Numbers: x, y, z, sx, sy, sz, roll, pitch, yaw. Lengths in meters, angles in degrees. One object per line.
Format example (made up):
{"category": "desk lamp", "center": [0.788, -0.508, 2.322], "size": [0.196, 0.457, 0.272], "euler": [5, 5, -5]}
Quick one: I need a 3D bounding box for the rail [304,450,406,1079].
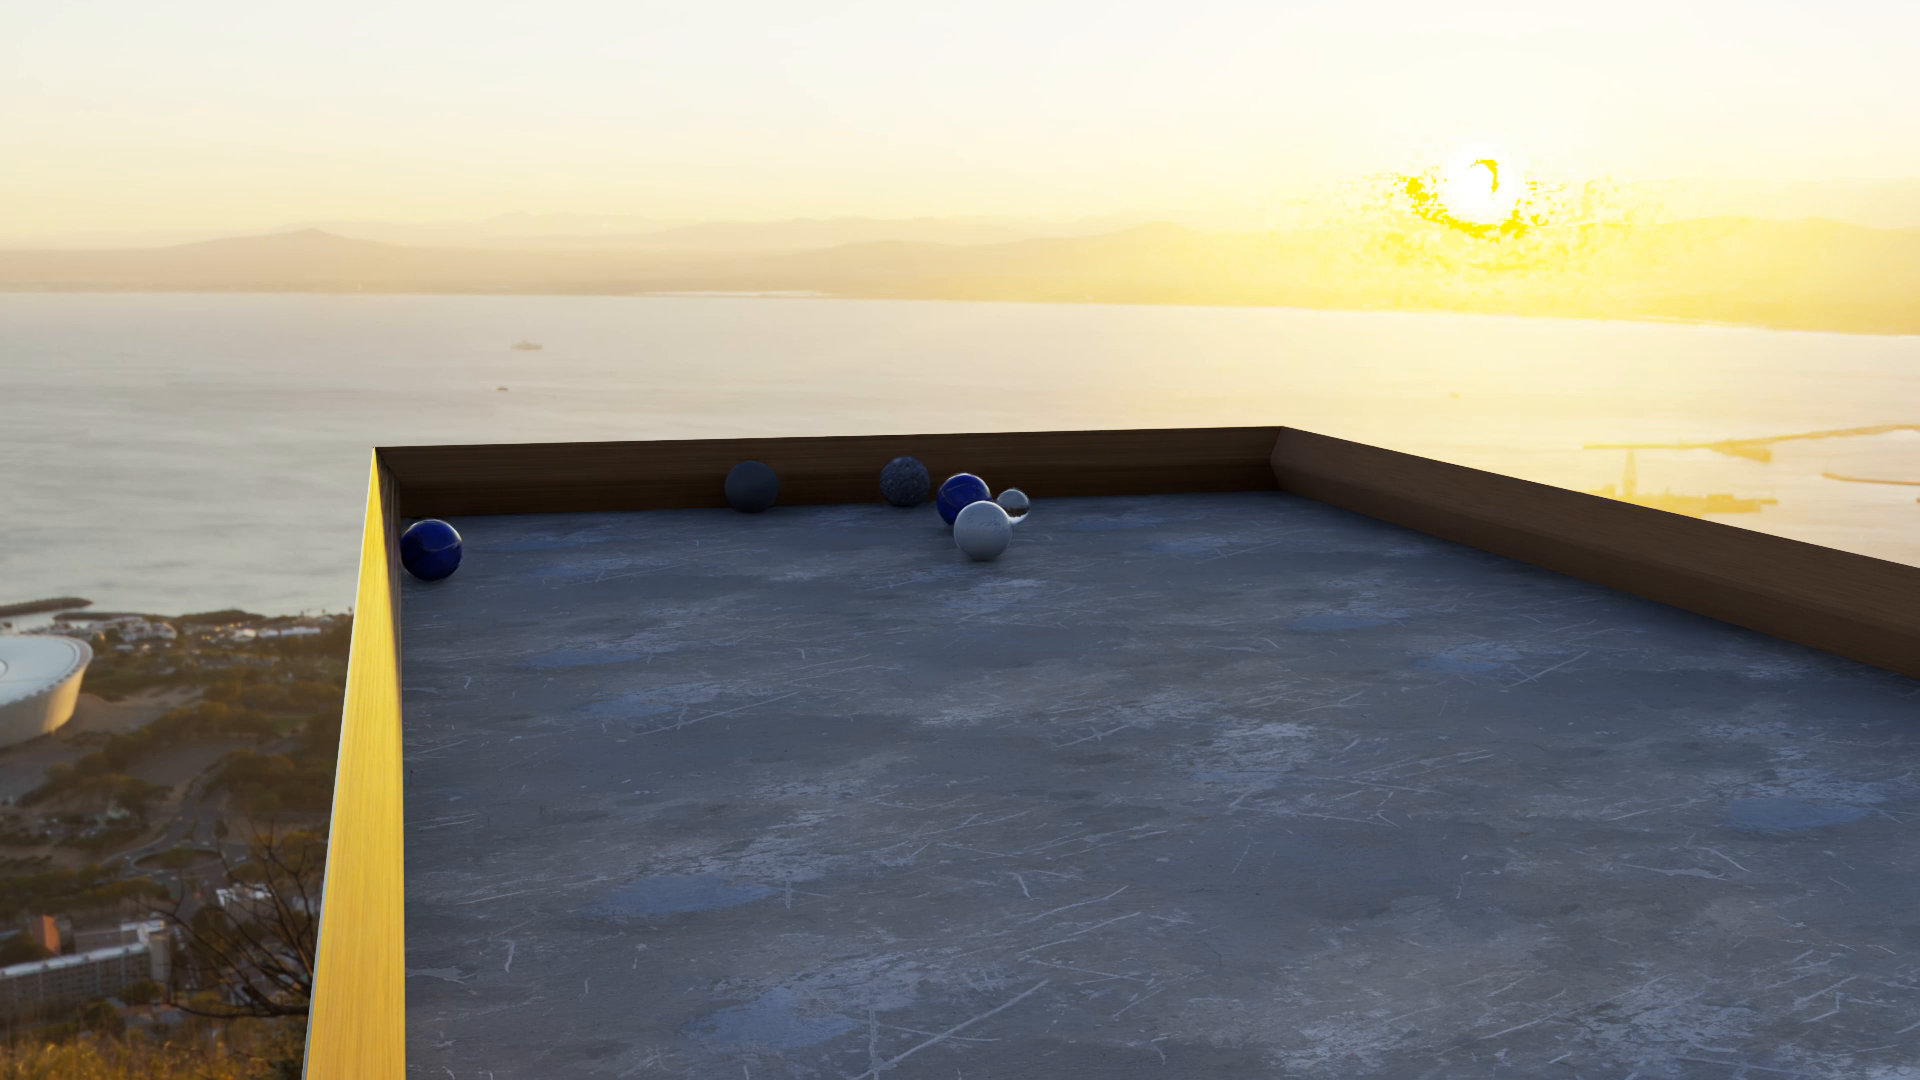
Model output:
{"category": "rail", "center": [-0.627, 0.125, 2.380], "size": [0.045, 0.128, 3.388], "euler": [-2, 8, -14]}

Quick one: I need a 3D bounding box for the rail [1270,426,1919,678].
{"category": "rail", "center": [1.043, 0.066, 2.798], "size": [0.045, 0.128, 3.388], "euler": [-2, 8, -14]}

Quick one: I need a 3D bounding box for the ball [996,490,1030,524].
{"category": "ball", "center": [0.093, -0.059, 3.916], "size": [0.062, 0.062, 0.062], "euler": [0, 8, 0]}

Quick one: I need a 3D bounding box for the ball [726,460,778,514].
{"category": "ball", "center": [-0.384, -0.098, 4.067], "size": [0.099, 0.099, 0.099], "euler": [0, 8, 0]}

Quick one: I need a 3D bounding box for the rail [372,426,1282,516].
{"category": "rail", "center": [-0.202, -0.132, 4.192], "size": [1.770, 0.128, 0.045], "euler": [-2, 8, -14]}

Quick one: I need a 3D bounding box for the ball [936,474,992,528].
{"category": "ball", "center": [0.007, -0.067, 3.848], "size": [0.098, 0.098, 0.098], "euler": [0, 8, 0]}

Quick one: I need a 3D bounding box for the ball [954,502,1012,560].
{"category": "ball", "center": [0.036, -0.015, 3.494], "size": [0.094, 0.094, 0.094], "euler": [0, 8, 0]}

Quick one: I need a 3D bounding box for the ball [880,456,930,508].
{"category": "ball", "center": [-0.105, -0.109, 4.149], "size": [0.096, 0.096, 0.096], "euler": [0, 8, 0]}

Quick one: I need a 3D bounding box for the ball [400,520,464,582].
{"category": "ball", "center": [-0.790, 0.015, 3.287], "size": [0.093, 0.093, 0.093], "euler": [0, 8, 0]}
